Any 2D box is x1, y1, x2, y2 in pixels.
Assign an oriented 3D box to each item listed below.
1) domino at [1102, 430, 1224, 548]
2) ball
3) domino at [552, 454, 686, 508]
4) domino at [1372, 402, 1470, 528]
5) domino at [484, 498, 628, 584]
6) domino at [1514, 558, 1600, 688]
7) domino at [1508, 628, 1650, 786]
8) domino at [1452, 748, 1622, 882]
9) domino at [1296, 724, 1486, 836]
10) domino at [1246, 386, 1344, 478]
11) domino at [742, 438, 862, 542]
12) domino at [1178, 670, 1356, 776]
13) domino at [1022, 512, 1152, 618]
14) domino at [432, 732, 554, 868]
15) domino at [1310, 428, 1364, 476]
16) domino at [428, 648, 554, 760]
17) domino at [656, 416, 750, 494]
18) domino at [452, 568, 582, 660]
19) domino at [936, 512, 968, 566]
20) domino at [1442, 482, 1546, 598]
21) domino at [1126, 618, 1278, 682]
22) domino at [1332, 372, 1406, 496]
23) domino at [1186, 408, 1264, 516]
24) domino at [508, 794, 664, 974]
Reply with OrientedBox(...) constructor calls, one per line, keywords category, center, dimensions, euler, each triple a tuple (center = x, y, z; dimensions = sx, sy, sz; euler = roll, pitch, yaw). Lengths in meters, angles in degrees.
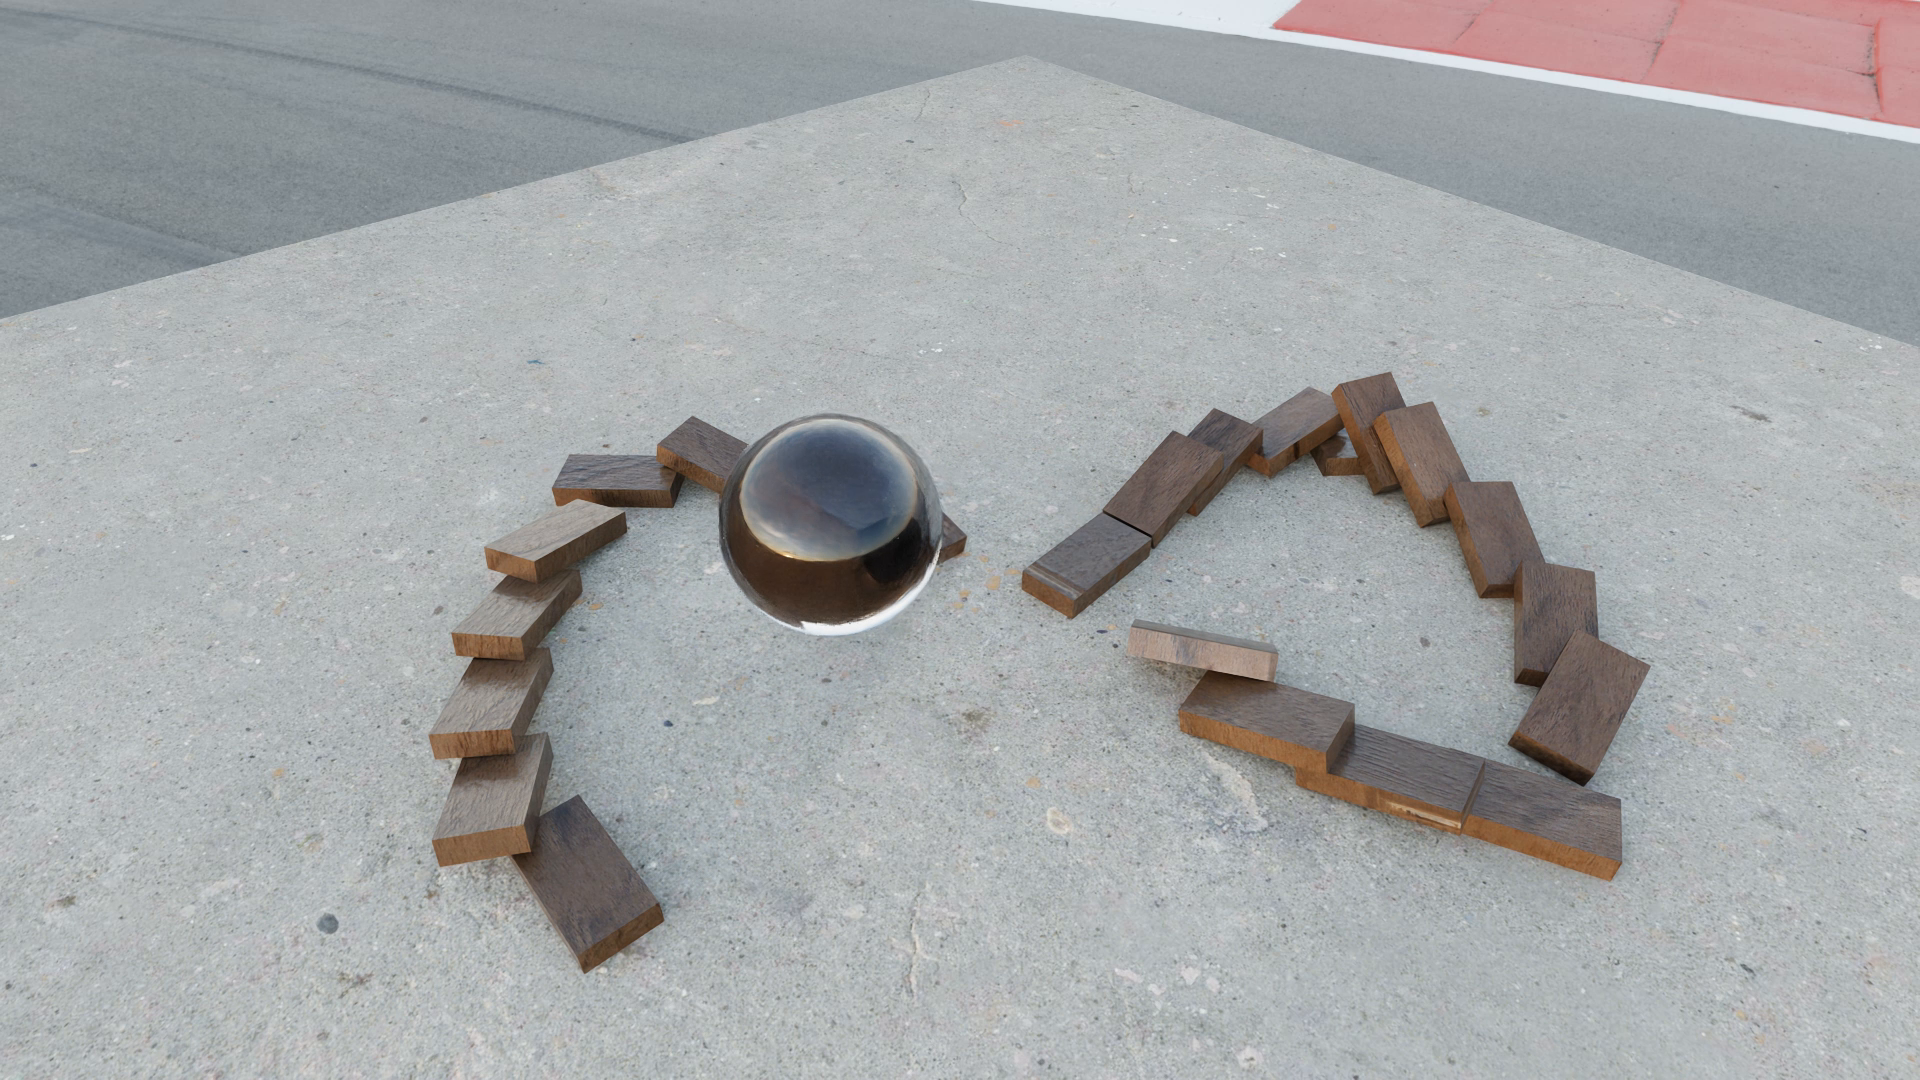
OrientedBox(category="domino", center=(0.085, -0.022, 0.458), dimensions=(0.025, 0.010, 0.050), euler=(31, 67, 32))
OrientedBox(category="ball", center=(-0.046, -0.005, 0.394), dimensions=(0.080, 0.080, 0.080), euler=(0, 39, 0))
OrientedBox(category="domino", center=(-0.147, -0.026, 0.475), dimensions=(0.050, 0.010, 0.025), euler=(1, 39, 1))
OrientedBox(category="domino", center=(0.197, -0.032, 0.463), dimensions=(0.025, 0.009, 0.050), euler=(-13, 72, -15))
OrientedBox(category="domino", center=(-0.159, 0.000, 0.434), dimensions=(0.025, 0.010, 0.050), euler=(14, 29, 21))
OrientedBox(category="domino", center=(0.215, 0.031, 0.398), dimensions=(0.025, 0.009, 0.050), euler=(11, 53, 13))
OrientedBox(category="domino", center=(0.207, 0.055, 0.367), dimensions=(0.025, 0.010, 0.050), euler=(32, 60, 25))
OrientedBox(category="domino", center=(0.176, 0.084, 0.341), dimensions=(0.050, 0.010, 0.025), euler=(16, 42, 18))
OrientedBox(category="domino", center=(0.134, 0.073, 0.345), dimensions=(0.050, 0.010, 0.025), euler=(12, 39, 36))
OrientedBox(category="domino", center=(0.148, -0.049, 0.493), dimensions=(0.050, 0.009, 0.025), euler=(-32, 41, -16))
OrientedBox(category="domino", center=(-0.063, -0.021, 0.461), dimensions=(0.050, 0.010, 0.025), euler=(31, 47, 15))
OrientedBox(category="domino", center=(0.101, 0.059, 0.363), dimensions=(0.050, 0.009, 0.025), euler=(13, 39, 36))
OrientedBox(category="domino", center=(0.050, 0.009, 0.432), dimensions=(0.025, 0.010, 0.050), euler=(30, 48, 32))
OrientedBox(category="domino", center=(-0.142, 0.078, 0.337), dimensions=(0.025, 0.009, 0.050), euler=(-8, 23, -9))
OrientedBox(category="domino", center=(0.184, -0.041, 0.493), dimensions=(0.050, 0.009, 0.025), euler=(-2, 39, -2))
OrientedBox(category="domino", center=(-0.156, 0.054, 0.369), dimensions=(0.025, 0.009, 0.050), euler=(-3, 25, -4))
OrientedBox(category="domino", center=(-0.102, -0.033, 0.475), dimensions=(0.050, 0.010, 0.025), euler=(27, 45, 10))
OrientedBox(category="domino", center=(-0.161, 0.026, 0.403), dimensions=(0.025, 0.009, 0.050), euler=(4, 26, 4))
OrientedBox(category="domino", center=(-0.023, -0.009, 0.446), dimensions=(0.025, 0.010, 0.050), euler=(-28, 59, -32))
OrientedBox(category="domino", center=(0.212, -0.001, 0.435), dimensions=(0.025, 0.010, 0.050), euler=(-1, 54, -1))
OrientedBox(category="domino", center=(0.085, 0.038, 0.387), dimensions=(0.050, 0.010, 0.025), euler=(10, 5, 12))
OrientedBox(category="domino", center=(0.184, -0.047, 0.478), dimensions=(0.025, 0.009, 0.050), euler=(-14, 73, -9))
OrientedBox(category="domino", center=(0.106, -0.034, 0.475), dimensions=(0.025, 0.009, 0.050), euler=(31, 63, 32))
OrientedBox(category="domino", center=(-0.111, 0.099, 0.322), dimensions=(0.025, 0.010, 0.050), euler=(-29, 47, -31))
